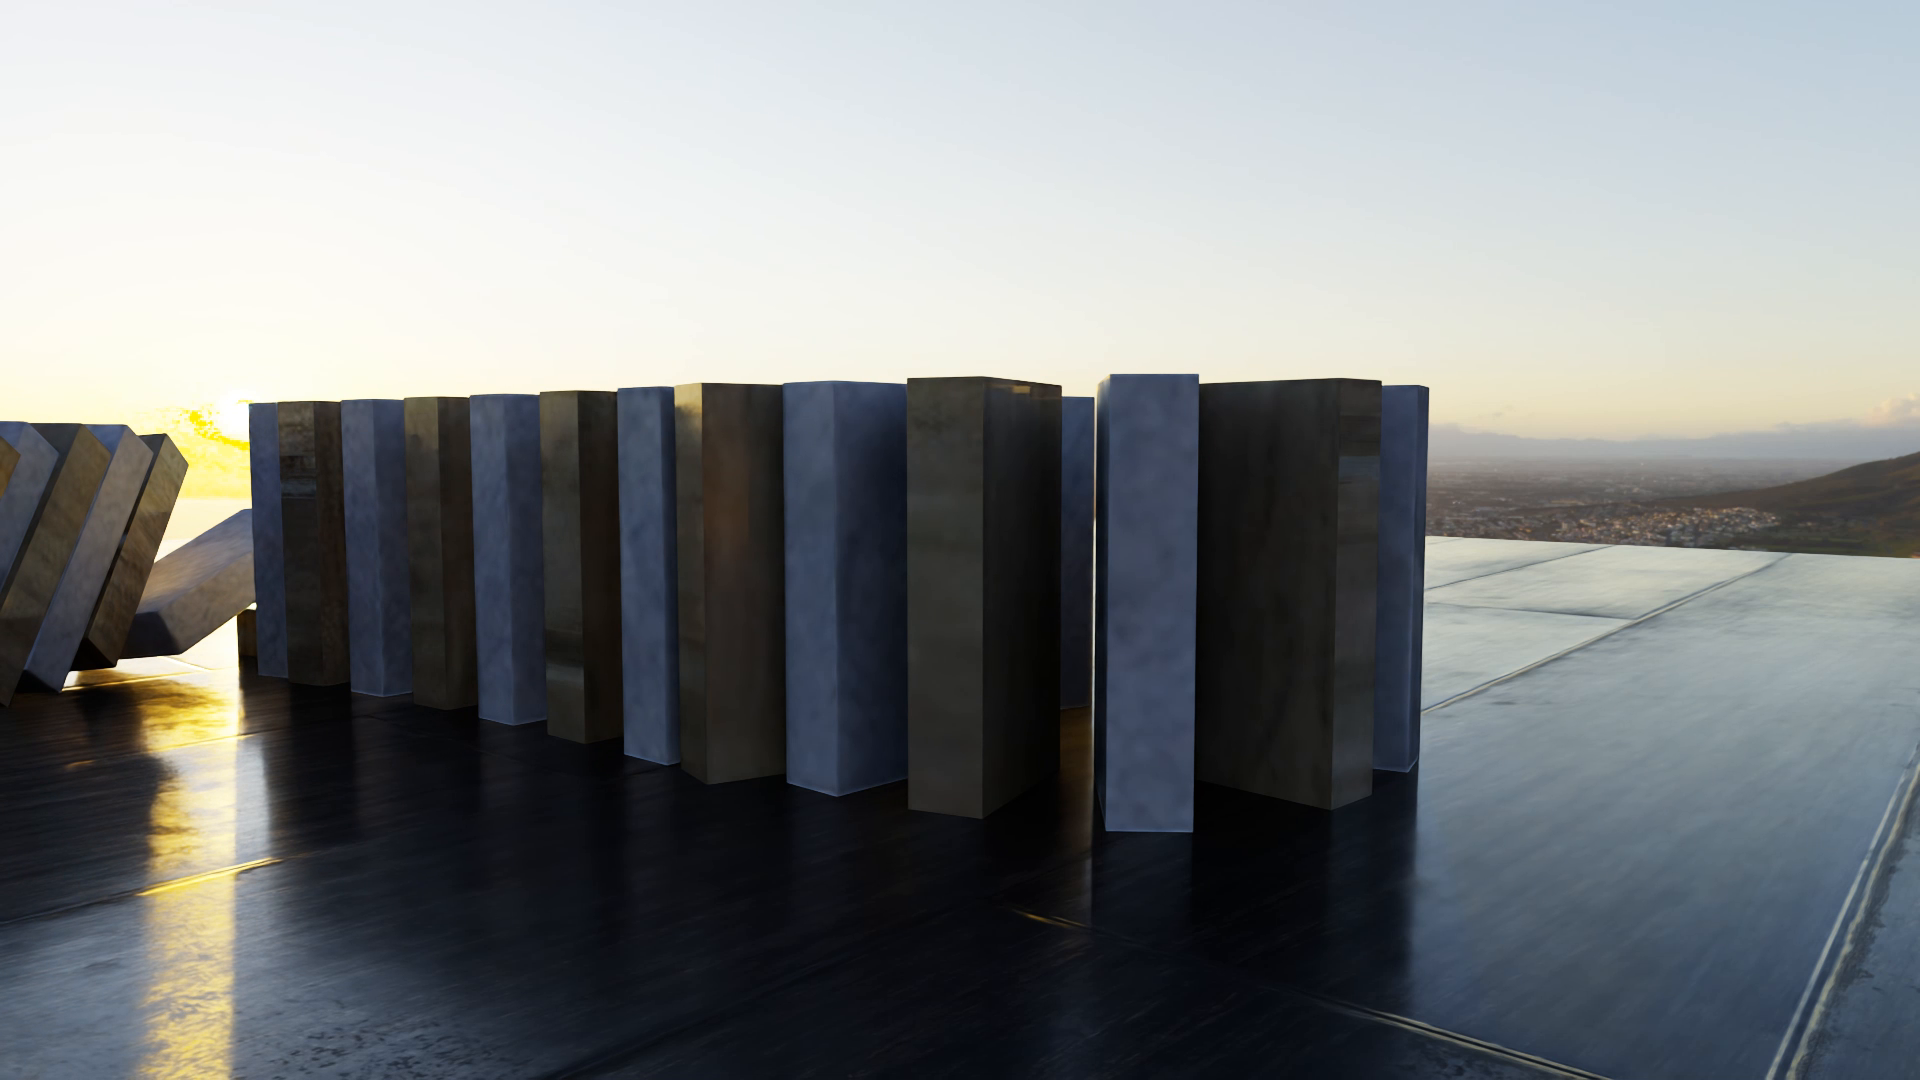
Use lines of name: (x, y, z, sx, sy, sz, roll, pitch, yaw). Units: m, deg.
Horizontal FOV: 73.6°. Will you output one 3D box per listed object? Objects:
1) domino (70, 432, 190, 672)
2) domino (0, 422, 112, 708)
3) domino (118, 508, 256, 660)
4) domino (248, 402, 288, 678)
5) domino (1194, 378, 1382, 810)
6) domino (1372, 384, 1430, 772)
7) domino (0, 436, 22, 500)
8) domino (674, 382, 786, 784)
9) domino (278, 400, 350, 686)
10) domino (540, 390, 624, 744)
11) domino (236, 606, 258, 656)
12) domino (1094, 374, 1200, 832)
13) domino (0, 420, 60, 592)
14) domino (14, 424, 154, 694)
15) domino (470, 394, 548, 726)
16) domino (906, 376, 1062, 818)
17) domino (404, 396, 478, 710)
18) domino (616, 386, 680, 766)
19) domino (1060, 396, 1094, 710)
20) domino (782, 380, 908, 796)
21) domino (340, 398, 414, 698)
domino: (-0.168, 0.002, 0.243, 0.025, 0.050, 0.009, -5, -39, -4)
domino: (-0.167, 0.003, 0.216, 0.025, 0.050, 0.009, 0, -31, -1)
domino: (-0.154, 0.007, 0.265, 0.025, 0.010, 0.050, -5, 25, 17)
domino: (-0.120, -0.001, 0.244, 0.010, 0.050, 0.025, 2, 5, 25)
domino: (0.038, 0.006, 0.160, 0.010, 0.050, 0.025, -4, 6, -44)
domino: (0.049, 0.004, 0.175, 0.025, 0.050, 0.009, 2, 5, 28)
domino: (-0.166, 0.005, 0.193, 0.025, 0.050, 0.010, 0, -31, -1)
domino: (-0.023, 0.005, 0.169, 0.025, 0.050, 0.010, -3, 5, -32)
domino: (-0.110, 0.000, 0.237, 0.010, 0.050, 0.025, 2, 5, 27)
domino: (-0.049, 0.003, 0.193, 0.009, 0.050, 0.025, 4, 6, 40)
domino: (-0.125, 0.017, 0.277, 0.025, 0.009, 0.050, 2, 5, 25)
domino: (0.021, 0.006, 0.152, 0.009, 0.050, 0.025, 0, 4, 3)
domino: (-0.168, 0.004, 0.205, 0.025, 0.050, 0.009, 0, -31, -1)
domino: (-0.166, 0.002, 0.228, 0.025, 0.050, 0.010, 0, -31, -1)
domino: (-0.063, 0.002, 0.205, 0.010, 0.050, 0.025, 3, 5, 38)
domino: (0.004, 0.006, 0.157, 0.010, 0.050, 0.025, 2, 5, 25)
domino: (-0.079, 0.001, 0.216, 0.010, 0.050, 0.025, 3, 5, 36)
domino: (-0.034, 0.004, 0.181, 0.010, 0.050, 0.025, 4, 6, 40)
domino: (0.011, 0.001, 0.215, 0.009, 0.050, 0.025, -3, 5, -32)
domino: (-0.010, 0.005, 0.165, 0.010, 0.050, 0.025, 4, 6, 43)
domino: (-0.094, 0.001, 0.227, 0.010, 0.050, 0.025, 3, 5, 34)
